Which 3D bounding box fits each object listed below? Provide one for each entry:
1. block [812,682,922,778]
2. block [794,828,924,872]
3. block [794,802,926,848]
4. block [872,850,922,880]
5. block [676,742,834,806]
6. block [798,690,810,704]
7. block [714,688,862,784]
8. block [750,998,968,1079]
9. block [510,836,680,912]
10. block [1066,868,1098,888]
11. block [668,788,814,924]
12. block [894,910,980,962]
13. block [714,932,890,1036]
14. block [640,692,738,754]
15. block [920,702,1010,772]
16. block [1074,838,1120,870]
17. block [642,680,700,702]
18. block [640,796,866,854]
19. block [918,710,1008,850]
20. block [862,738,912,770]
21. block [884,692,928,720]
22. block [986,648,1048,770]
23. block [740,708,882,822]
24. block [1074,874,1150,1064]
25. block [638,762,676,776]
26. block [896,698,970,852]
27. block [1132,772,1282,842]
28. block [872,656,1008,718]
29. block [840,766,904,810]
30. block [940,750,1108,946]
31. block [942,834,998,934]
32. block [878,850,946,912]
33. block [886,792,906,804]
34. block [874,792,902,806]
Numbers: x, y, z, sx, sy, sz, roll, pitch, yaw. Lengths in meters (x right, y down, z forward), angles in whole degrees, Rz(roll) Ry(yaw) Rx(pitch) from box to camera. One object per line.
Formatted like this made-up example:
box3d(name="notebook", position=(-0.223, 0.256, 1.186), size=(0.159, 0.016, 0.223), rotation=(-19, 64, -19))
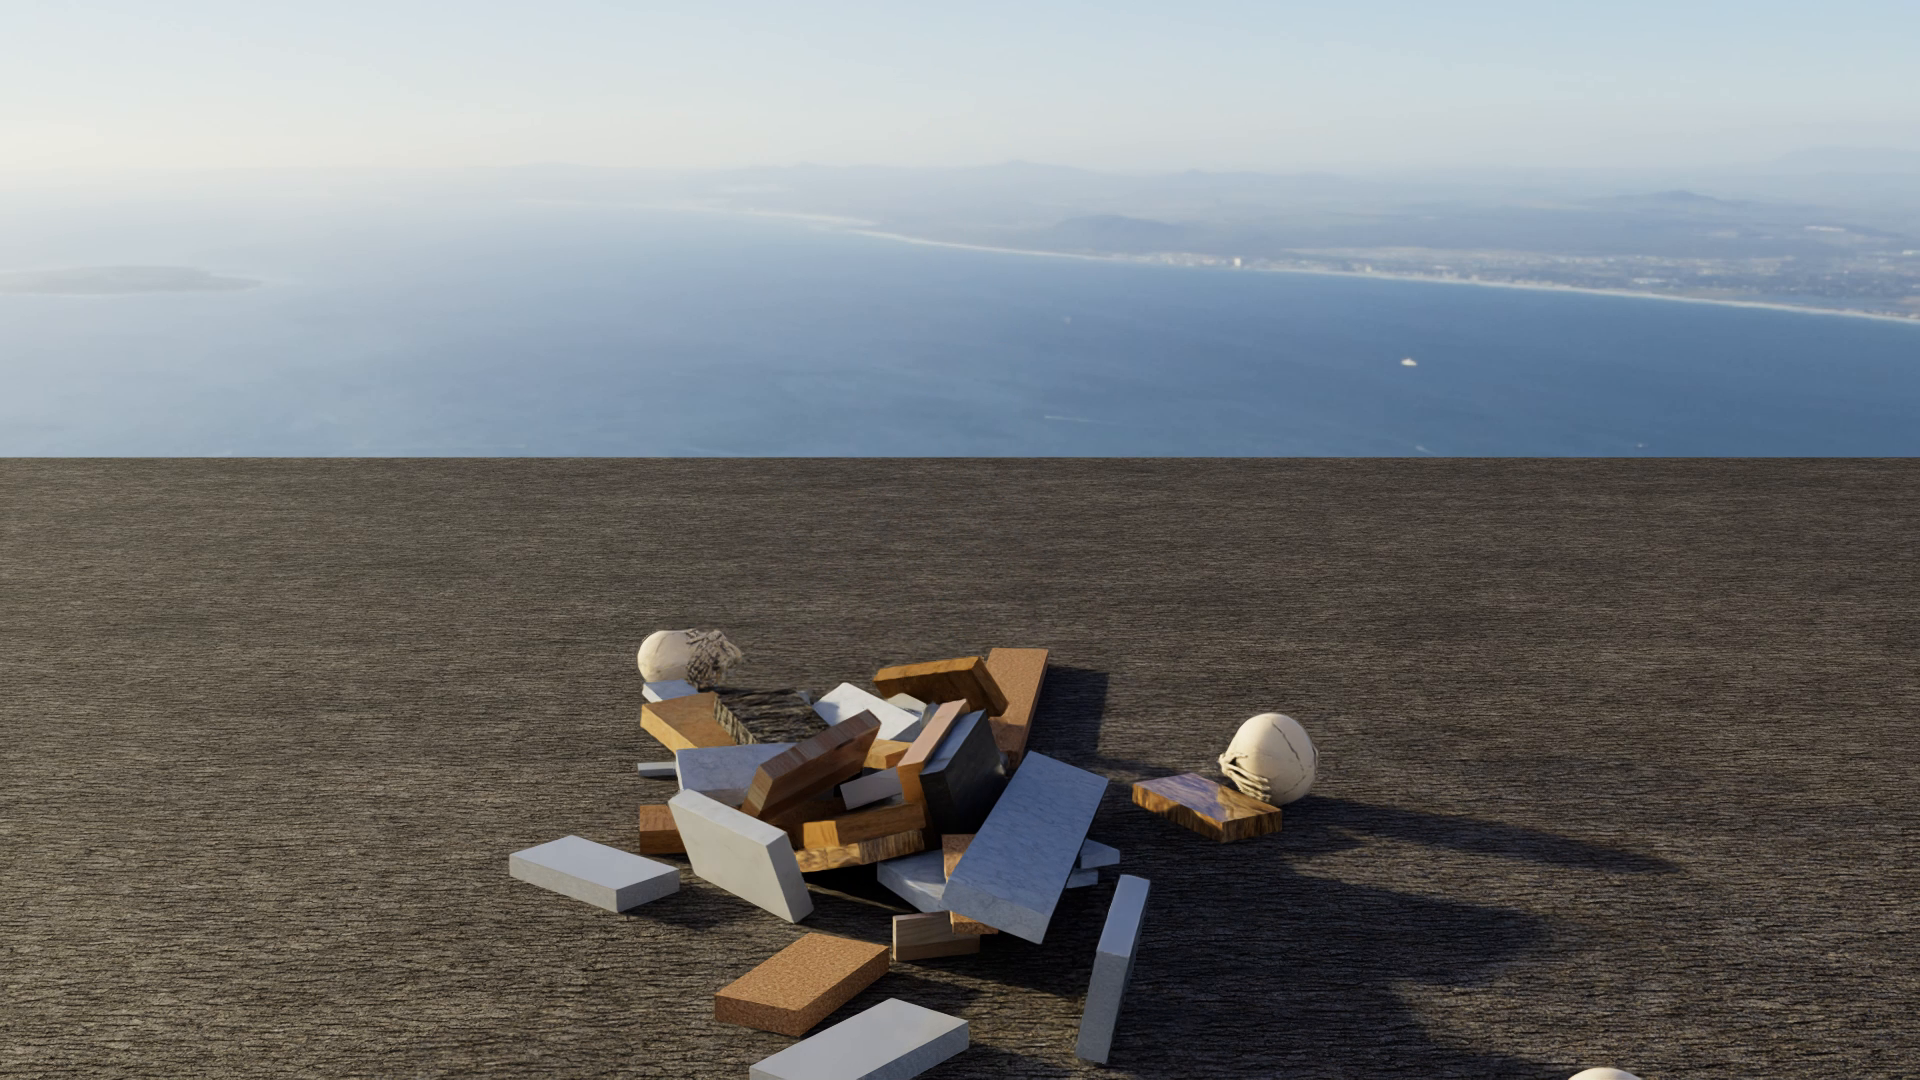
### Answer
box3d(name="block", position=(-0.214, 0.386, 4.426), size=(0.166, 0.047, 0.331), rotation=(-35, 24, -20))
box3d(name="block", position=(-0.186, 0.525, 3.698), size=(0.127, 0.036, 0.254), rotation=(-8, -6, -37))
box3d(name="block", position=(-0.175, 0.487, 3.754), size=(0.151, 0.043, 0.301), rotation=(-10, -5, -19))
box3d(name="block", position=(-0.032, 0.572, 3.666), size=(0.127, 0.036, 0.254), rotation=(-6, 12, -29))
box3d(name="block", position=(-0.380, 0.433, 4.064), size=(0.275, 0.039, 0.138), rotation=(-2, 29, -13))
box3d(name="block", position=(-0.438, 0.356, 4.613), size=(0.134, 0.038, 0.267), rotation=(-14, 2, -34))
box3d(name="block", position=(-0.339, 0.387, 4.304), size=(0.167, 0.047, 0.335), rotation=(-4, 23, -29))
box3d(name="block", position=(-0.133, 0.699, 2.975), size=(0.138, 0.039, 0.296), rotation=(8, 13, 37))
box3d(name="block", position=(-0.619, 0.562, 3.714), size=(0.275, 0.039, 0.138), rotation=(9, 14, 40))
box3d(name="block", position=(0.144, 0.569, 3.716), size=(0.161, 0.023, 0.081), rotation=(-4, 11, -25))
box3d(name="block", position=(-0.363, 0.518, 3.627), size=(0.043, 0.151, 0.302), rotation=(-31, 26, -31))
box3d(name="block", position=(-0.036, 0.608, 3.389), size=(0.133, 0.067, 0.019), rotation=(-3, 12, -16))
box3d(name="block", position=(-0.229, 0.651, 3.235), size=(0.138, 0.039, 0.275), rotation=(5, 12, 25))
box3d(name="block", position=(-0.470, 0.403, 4.357), size=(0.167, 0.047, 0.355), rotation=(-9, 25, -37))
box3d(name="block", position=(0.007, 0.396, 4.246), size=(0.186, 0.093, 0.026), rotation=(35, 58, 16))
box3d(name="block", position=(0.195, 0.533, 3.788), size=(0.081, 0.023, 0.161), rotation=(-3, 7, -32))
box3d(name="block", position=(-0.530, 0.377, 4.524), size=(0.093, 0.026, 0.384), rotation=(-4, 22, -33))
box3d(name="block", position=(-0.372, 0.513, 3.966), size=(0.407, 0.043, 0.151), rotation=(-2, 11, -8))
box3d(name="block", position=(0.010, 0.423, 3.818), size=(0.045, 0.158, 0.317), rotation=(-13, 11, 17))
box3d(name="block", position=(-0.171, 0.399, 4.137), size=(0.186, 0.026, 0.093), rotation=(2, 11, 44))
box3d(name="block", position=(-0.103, 0.398, 4.443), size=(0.166, 0.047, 0.331), rotation=(-24, 20, -24))
box3d(name="block", position=(0.097, 0.358, 4.817), size=(0.134, 0.038, 0.881), rotation=(1, 11, 6))
box3d(name="block", position=(-0.267, 0.409, 3.935), size=(0.039, 0.138, 0.275), rotation=(43, 42, 22))
box3d(name="block", position=(0.219, 0.606, 3.136), size=(0.045, 0.158, 0.317), rotation=(13, 12, 8))
box3d(name="block", position=(-0.591, 0.454, 4.364), size=(0.095, 0.013, 0.047), rotation=(-2, 11, -10))
box3d(name="block", position=(-0.025, 0.415, 3.874), size=(0.047, 0.167, 0.335), rotation=(-13, 11, 16))
box3d(name="block", position=(0.456, 0.494, 4.077), size=(0.138, 0.039, 0.275), rotation=(-6, 12, -30))
box3d(name="block", position=(-0.041, 0.318, 4.599), size=(0.267, 0.134, 0.038), rotation=(-10, 34, 38))
box3d(name="block", position=(-0.092, 0.434, 4.054), size=(0.166, 0.047, 0.331), rotation=(-20, -5, 13))
box3d(name="block", position=(0.124, 0.490, 3.650), size=(0.158, 0.045, 0.951), rotation=(20, 9, 7))
box3d(name="block", position=(0.013, 0.532, 3.428), size=(0.067, 0.019, 0.423), rotation=(0, 10, -3))
box3d(name="block", position=(-0.021, 0.559, 3.539), size=(0.127, 0.036, 0.254), rotation=(-5, 12, -27))
box3d(name="block", position=(-0.095, 0.485, 3.869), size=(0.023, 0.081, 0.161), rotation=(-14, -6, -15))
box3d(name="block", position=(-0.053, 0.465, 4.085), size=(0.103, 0.029, 0.206), rotation=(-23, -6, 38))
